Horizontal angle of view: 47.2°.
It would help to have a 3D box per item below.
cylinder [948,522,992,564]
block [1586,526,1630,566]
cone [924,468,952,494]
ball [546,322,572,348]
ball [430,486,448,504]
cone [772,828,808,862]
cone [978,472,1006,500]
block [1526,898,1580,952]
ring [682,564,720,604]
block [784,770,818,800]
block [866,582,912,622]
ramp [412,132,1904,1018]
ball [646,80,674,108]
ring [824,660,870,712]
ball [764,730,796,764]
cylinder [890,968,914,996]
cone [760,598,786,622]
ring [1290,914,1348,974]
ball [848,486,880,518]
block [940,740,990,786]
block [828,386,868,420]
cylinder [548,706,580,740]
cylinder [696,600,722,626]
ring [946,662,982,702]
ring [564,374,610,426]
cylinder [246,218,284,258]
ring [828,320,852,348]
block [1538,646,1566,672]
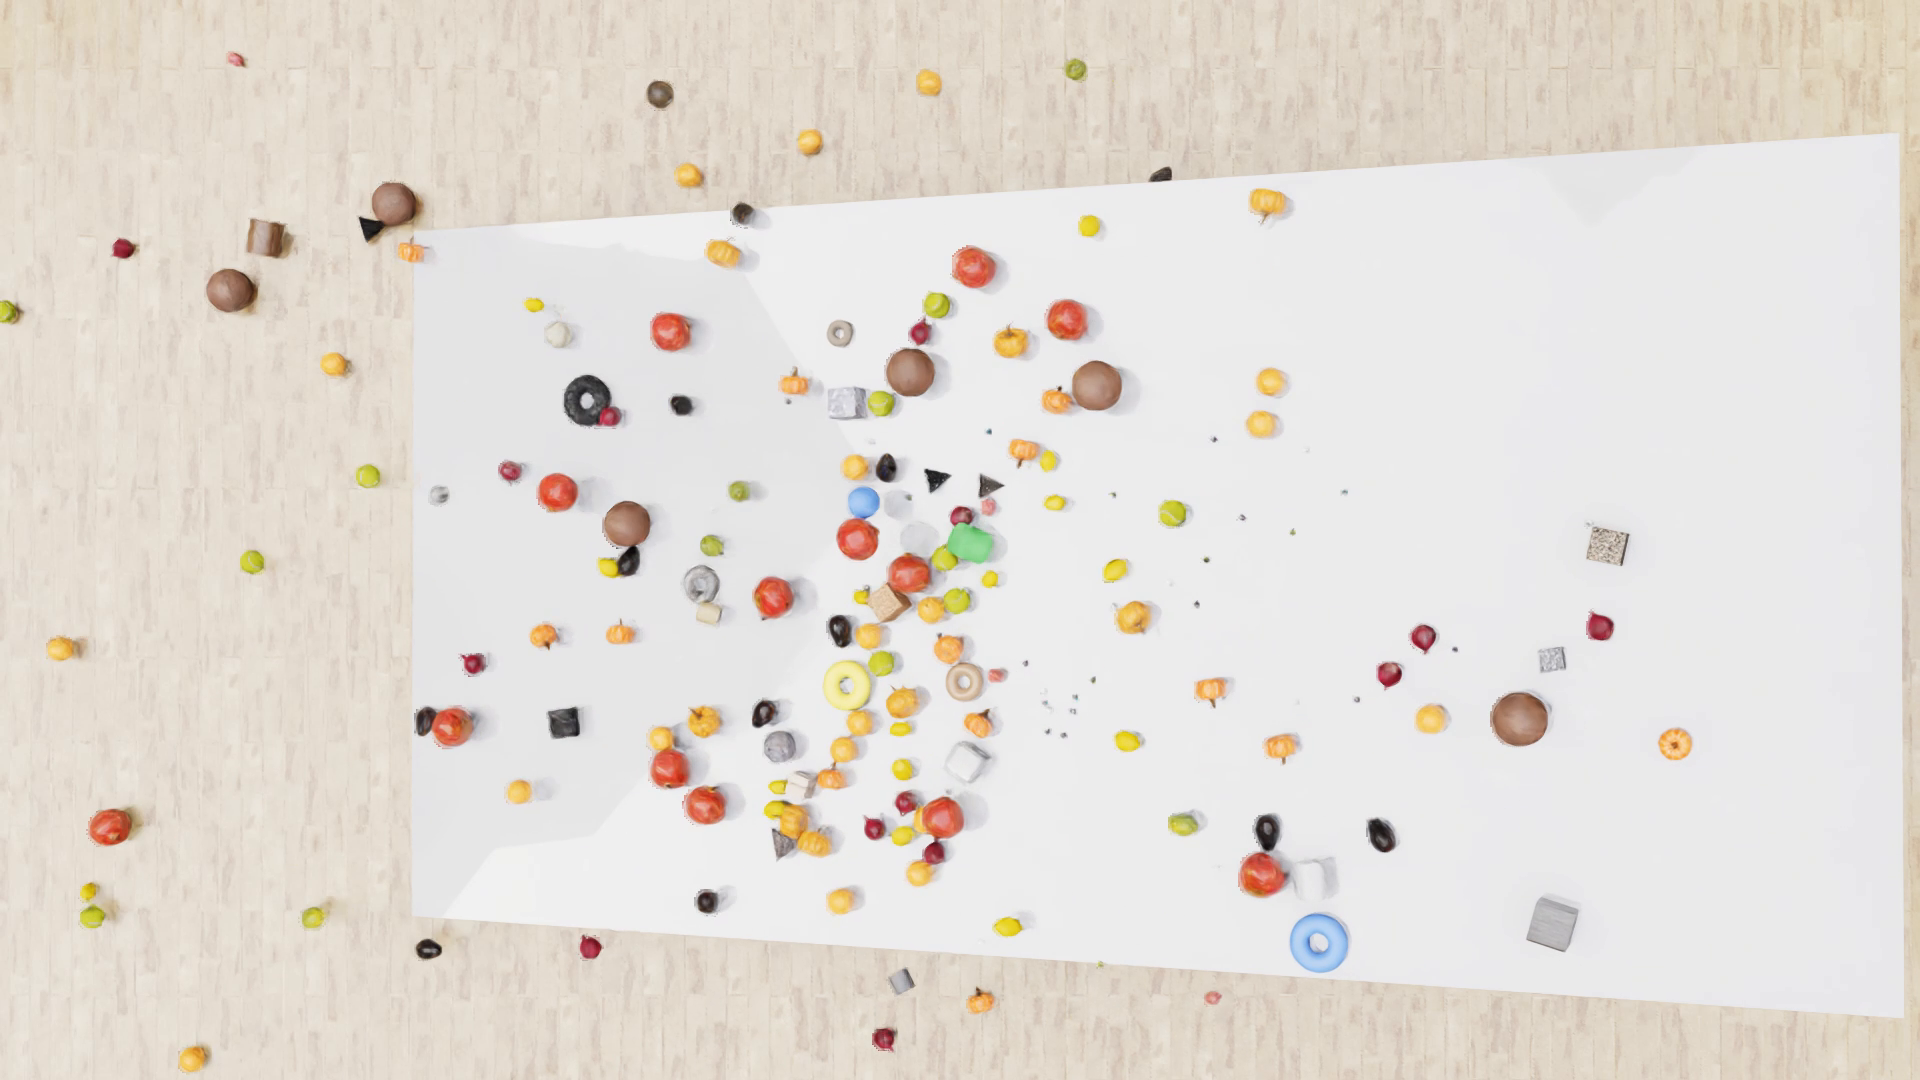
[{"bbox_3d":[0.026,0.009,5.721,0.086,0.086,0.086,23,89,-24],"label":"cylinder"},{"bbox_3d":[1.520,0.015,5.163,0.079,0.079,0.079,12,94,21],"label":"block"},{"bbox_3d":[-0.053,-0.164,5.806,0.071,0.071,0.071,-14,89,-6],"label":"cone"},{"bbox_3d":[-1.132,-0.579,6.209,0.076,0.076,0.076,0,89,0],"label":"ball"},{"bbox_3d":[-1.507,-0.131,6.361,0.055,0.055,0.055,0,89,0],"label":"ball"},{"bbox_3d":[-0.457,0.817,5.946,0.092,0.092,0.092,-9,89,-6],"label":"cone"},{"bbox_3d":[0.085,-0.143,5.751,0.072,0.072,0.072,-1,89,-5],"label":"cone"},{"bbox_3d":[1.399,0.908,5.191,0.093,0.093,0.093,16,95,21],"label":"block"},{"bbox_3d":[-0.713,0.123,6.057,0.112,0.037,0.112,0,90,21],"label":"ring"},{"bbox_3d":[-0.428,0.660,5.928,0.057,0.057,0.057,20,96,20],"label":"block"},{"bbox_3d":[-0.189,0.166,5.831,0.076,0.076,0.076,-39,76,16],"label":"block"},{"bbox_3d":[0.282,0.087,5.742,4.000,0.100,2.000,0,89,21],"label":"ramp"},{"bbox_3d":[-0.886,-1.316,6.493,0.083,0.083,0.083,0,89,0],"label":"ball"},{"bbox_3d":[-0.303,0.391,5.889,0.138,0.046,0.138,-1,88,22],"label":"ring"},{"bbox_3d":[-0.487,0.558,5.936,0.088,0.088,0.088,0,89,0],"label":"ball"},{"bbox_3d":[-0.154,1.176,5.851,0.053,0.053,0.053,-28,78,0],"label":"cylinder"},{"bbox_3d":[-0.507,0.191,5.978,0.071,0.071,0.071,4,89,-5],"label":"cone"},{"bbox_3d":[0.883,0.993,5.416,0.145,0.048,0.145,-1,88,22],"label":"ring"},{"bbox_3d":[-0.253,-0.099,5.773,0.085,0.085,0.085,0,89,0],"label":"ball"},{"bbox_3d":[0.015,0.581,5.743,0.081,0.081,0.081,35,101,18],"label":"block"},{"bbox_3d":[-0.302,-0.366,5.881,0.078,0.078,0.078,-3,88,21],"label":"block"},{"bbox_3d":[-1.113,0.515,6.184,0.080,0.080,0.080,-10,86,0],"label":"cylinder"},{"bbox_3d":[-0.688,0.201,6.026,0.059,0.059,0.059,15,89,0],"label":"cylinder"},{"bbox_3d":[0.011,0.373,5.772,0.106,0.035,0.106,-1,88,23],"label":"ring"},{"bbox_3d":[-1.050,-0.392,6.190,0.147,0.049,0.147,0,90,23],"label":"ring"},{"bbox_3d":[-2.046,-0.887,6.476,0.099,0.099,0.099,10,92,0],"label":"cylinder"},{"bbox_3d":[-0.324,-0.555,5.920,0.075,0.025,0.075,1,94,22],"label":"ring"},{"bbox_3d":[1.406,0.284,5.218,0.054,0.054,0.054,-7,87,21],"label":"block"}]
